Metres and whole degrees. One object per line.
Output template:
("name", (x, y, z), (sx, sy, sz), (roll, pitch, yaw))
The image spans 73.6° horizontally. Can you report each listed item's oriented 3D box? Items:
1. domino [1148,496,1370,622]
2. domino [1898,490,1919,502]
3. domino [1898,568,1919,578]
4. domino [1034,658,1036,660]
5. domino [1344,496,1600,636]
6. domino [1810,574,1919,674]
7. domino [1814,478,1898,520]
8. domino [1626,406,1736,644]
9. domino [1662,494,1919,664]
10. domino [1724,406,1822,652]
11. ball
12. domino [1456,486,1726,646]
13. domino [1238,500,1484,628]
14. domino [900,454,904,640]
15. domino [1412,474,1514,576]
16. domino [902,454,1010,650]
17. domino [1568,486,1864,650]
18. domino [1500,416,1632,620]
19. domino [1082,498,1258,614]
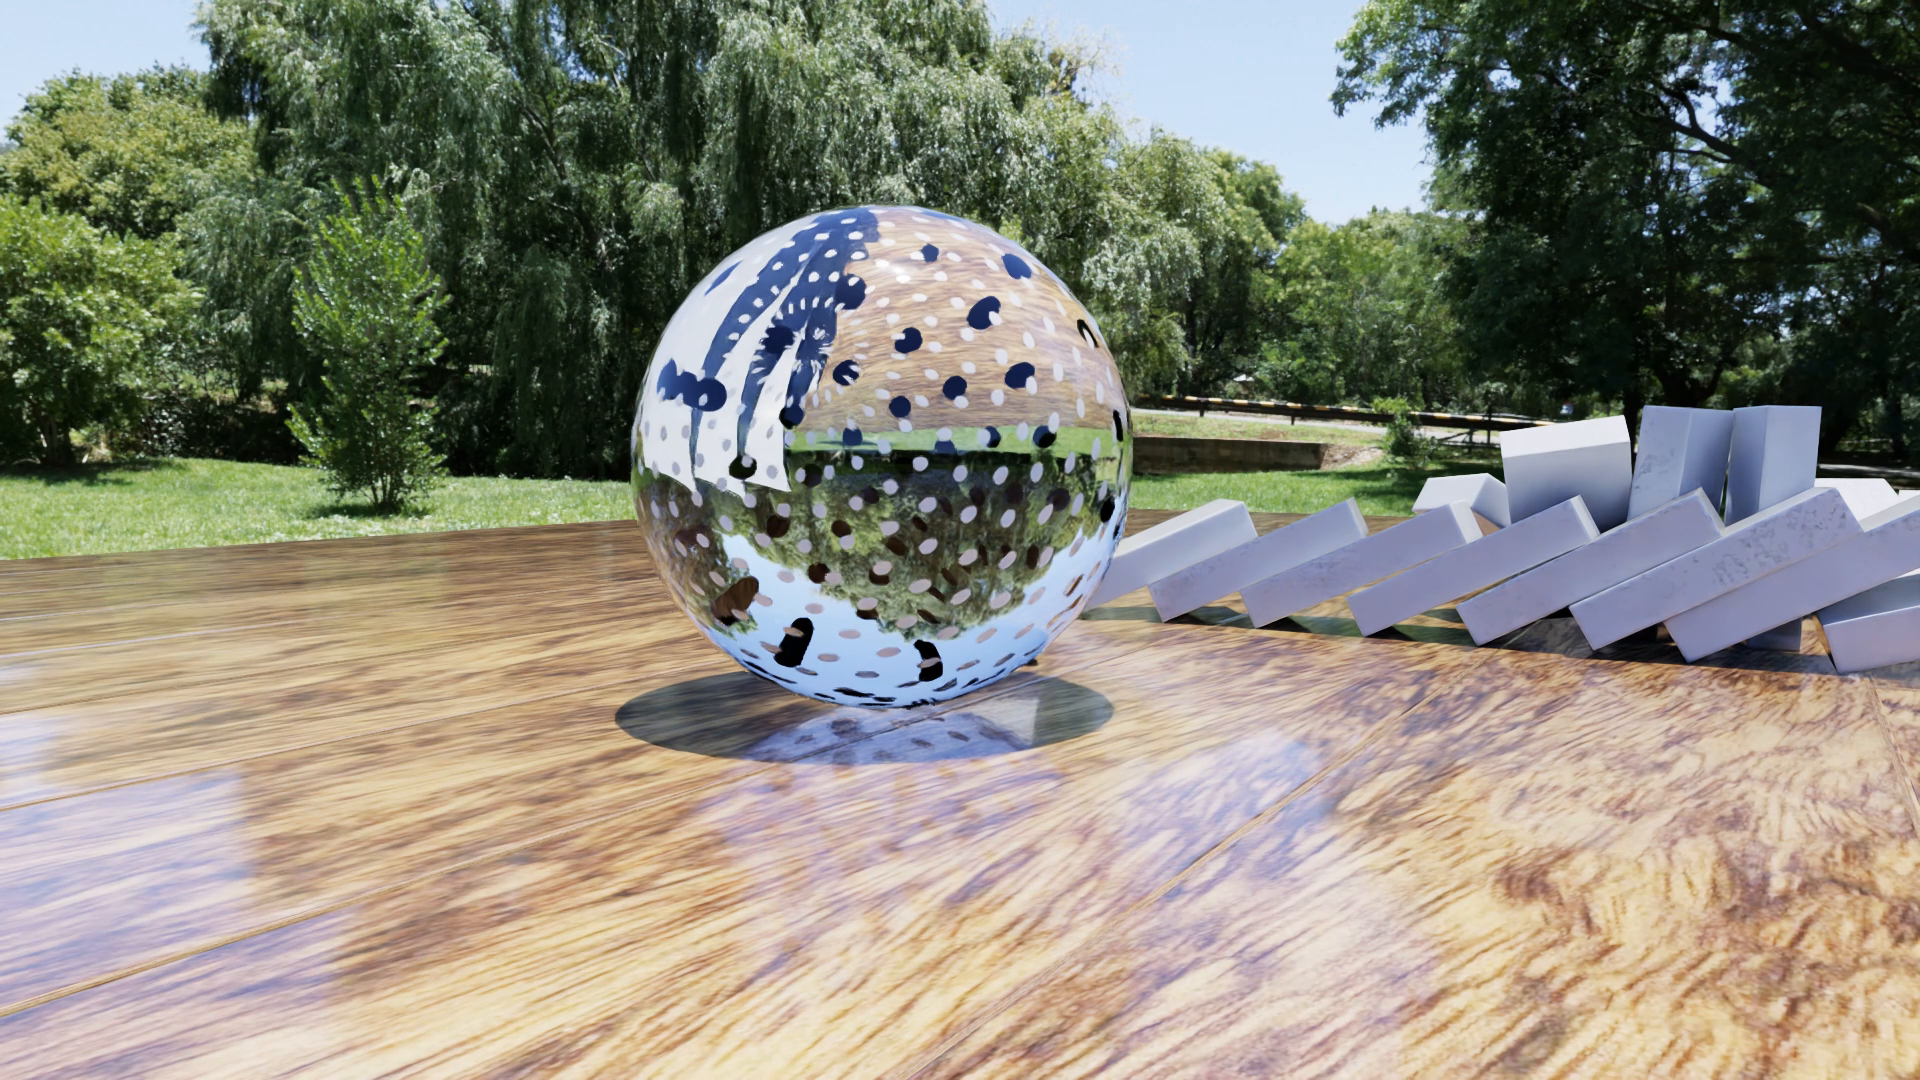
("domino", (0.072, 0.005, 0.308), (0.050, 0.010, 0.025), (-25, -5, 20))
("domino", (0.222, 0.005, 0.285), (0.025, 0.010, 0.050), (4, 33, 38))
("domino", (0.210, 0.008, 0.263), (0.050, 0.010, 0.025), (-33, 22, -29))
("domino", (0.002, 0.003, 0.266), (0.025, 0.009, 0.050), (0, 45, -4))
("domino", (0.112, 0.006, 0.282), (0.050, 0.009, 0.025), (-29, -10, 29))
("domino", (0.187, 0.012, 0.235), (0.050, 0.010, 0.025), (-18, 2, 29))
("domino", (0.220, 0.002, 0.312), (0.025, 0.009, 0.050), (1, 35, 9))
("domino", (0.157, -0.004, 0.282), (0.025, 0.050, 0.009), (-4, 12, -40))
("domino", (0.164, 0.007, 0.249), (0.050, 0.010, 0.025), (-31, -12, 27))
("domino", (0.172, -0.003, 0.274), (0.010, 0.050, 0.025), (3, 5, 17))
("ball", (-0.012, -0.013, 0.207), (0.080, 0.080, 0.080), (0, 4, 0))
("domino", (0.131, 0.006, 0.268), (0.050, 0.010, 0.025), (-32, -12, 30))
("domino", (0.092, 0.006, 0.295), (0.050, 0.009, 0.025), (-26, -9, 28))
("domino", (-0.001, 0.000, 0.295), (0.025, 0.010, 0.050), (0, 45, -4))
("domino", (0.141, 0.001, 0.319), (0.050, 0.009, 0.025), (30, -6, -10))
("domino", (0.000, 0.002, 0.280), (0.025, 0.009, 0.050), (0, 45, -4))
("domino", (0.148, 0.006, 0.256), (0.050, 0.010, 0.025), (-31, -11, 24))
("domino", (0.139, -0.004, 0.293), (0.025, 0.050, 0.010), (-7, 38, 24))
("domino", (0.047, 0.004, 0.322), (0.050, 0.009, 0.025), (-23, 4, 0))
